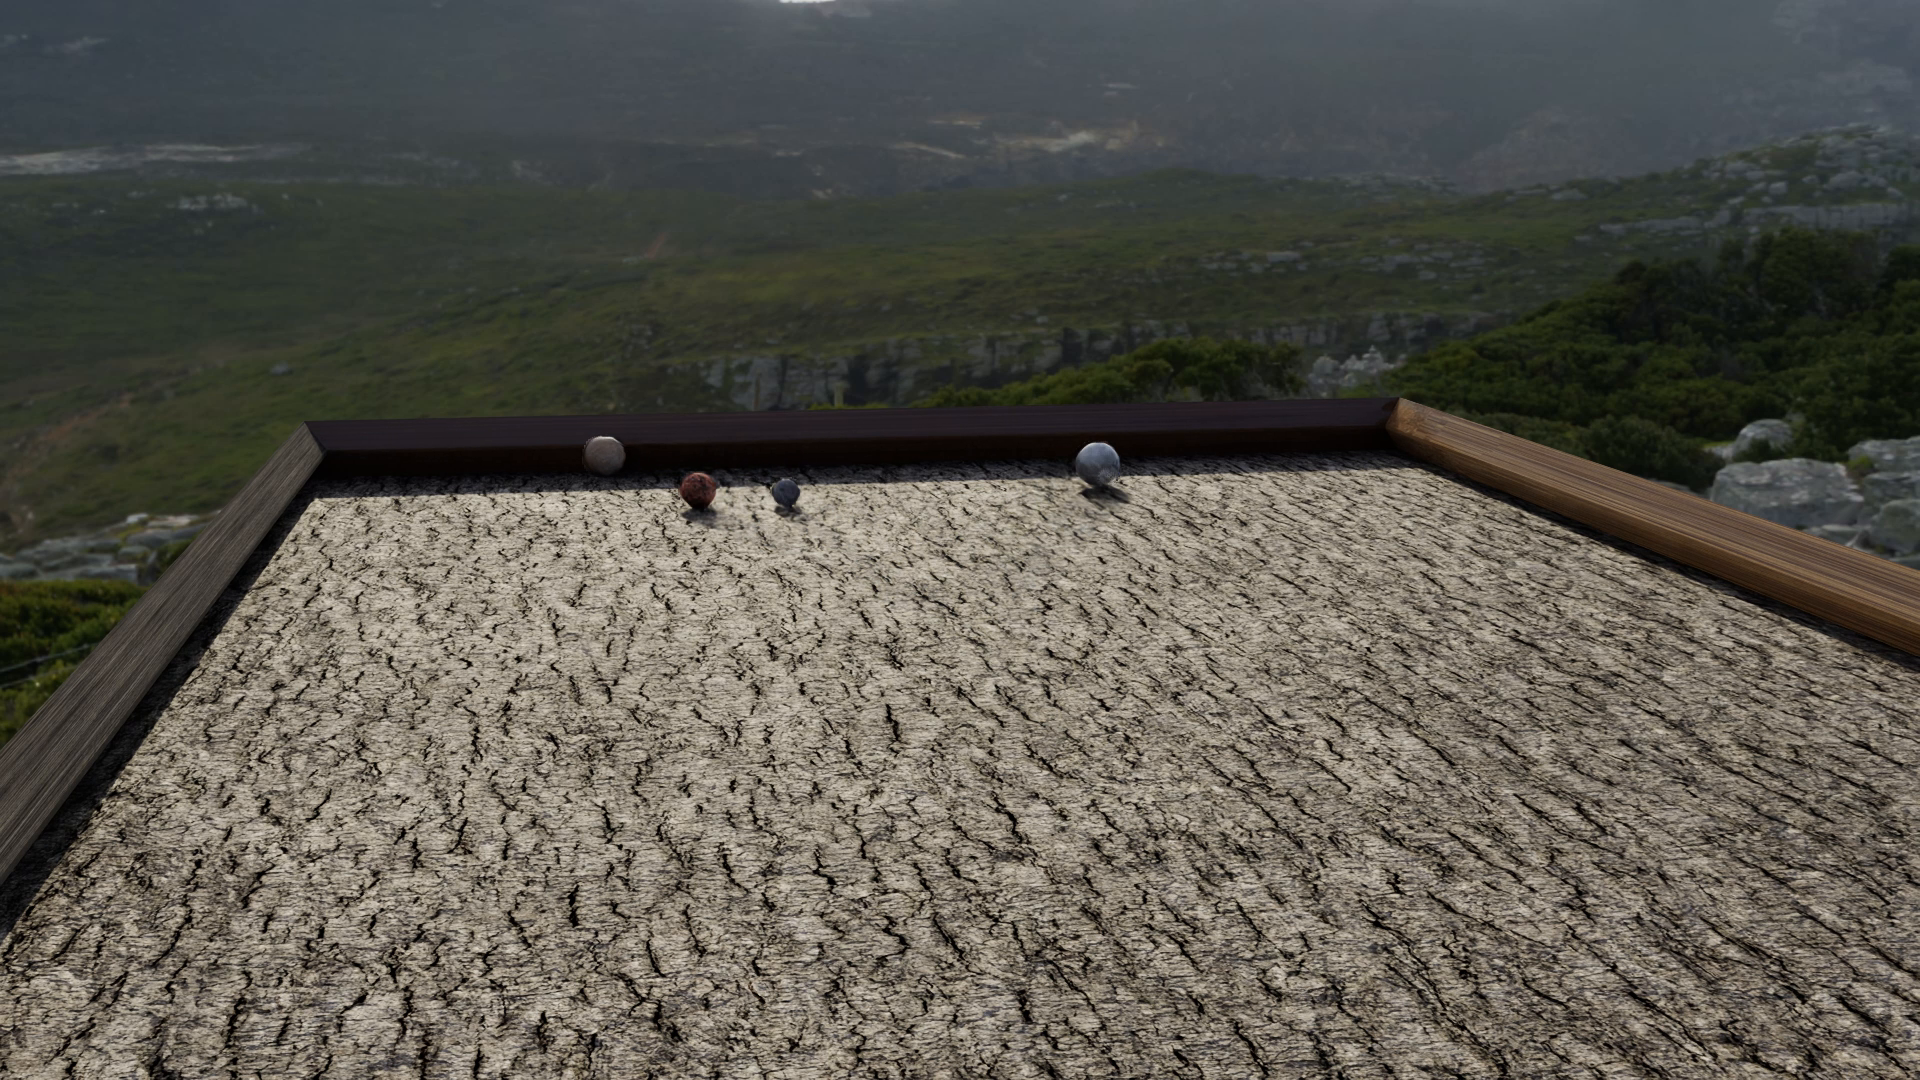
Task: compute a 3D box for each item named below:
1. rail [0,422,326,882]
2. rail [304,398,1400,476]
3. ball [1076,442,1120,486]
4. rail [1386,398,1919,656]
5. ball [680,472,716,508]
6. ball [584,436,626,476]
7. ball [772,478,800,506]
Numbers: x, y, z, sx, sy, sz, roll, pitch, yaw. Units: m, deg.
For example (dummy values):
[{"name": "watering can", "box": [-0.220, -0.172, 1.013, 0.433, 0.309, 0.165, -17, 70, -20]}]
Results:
[{"name": "rail", "box": [-0.840, 0.187, 2.121, 0.045, 0.102, 3.838, -2, 11, -10]}, {"name": "rail", "box": [-0.158, -0.193, 4.124, 2.079, 0.102, 0.045, -2, 11, -10]}, {"name": "ball", "box": [0.244, -0.135, 3.886, 0.078, 0.078, 0.078, 0, 11, 0]}, {"name": "rail", "box": [1.163, 0.124, 2.457, 0.045, 0.102, 3.838, -2, 11, -10]}, {"name": "ball", "box": [-0.436, -0.083, 3.665, 0.059, 0.059, 0.059, 0, 11, 0]}, {"name": "ball", "box": [-0.644, -0.152, 3.988, 0.074, 0.074, 0.074, 0, 11, 0]}, {"name": "ball", "box": [-0.292, -0.080, 3.683, 0.046, 0.046, 0.046, 0, 11, 0]}]
